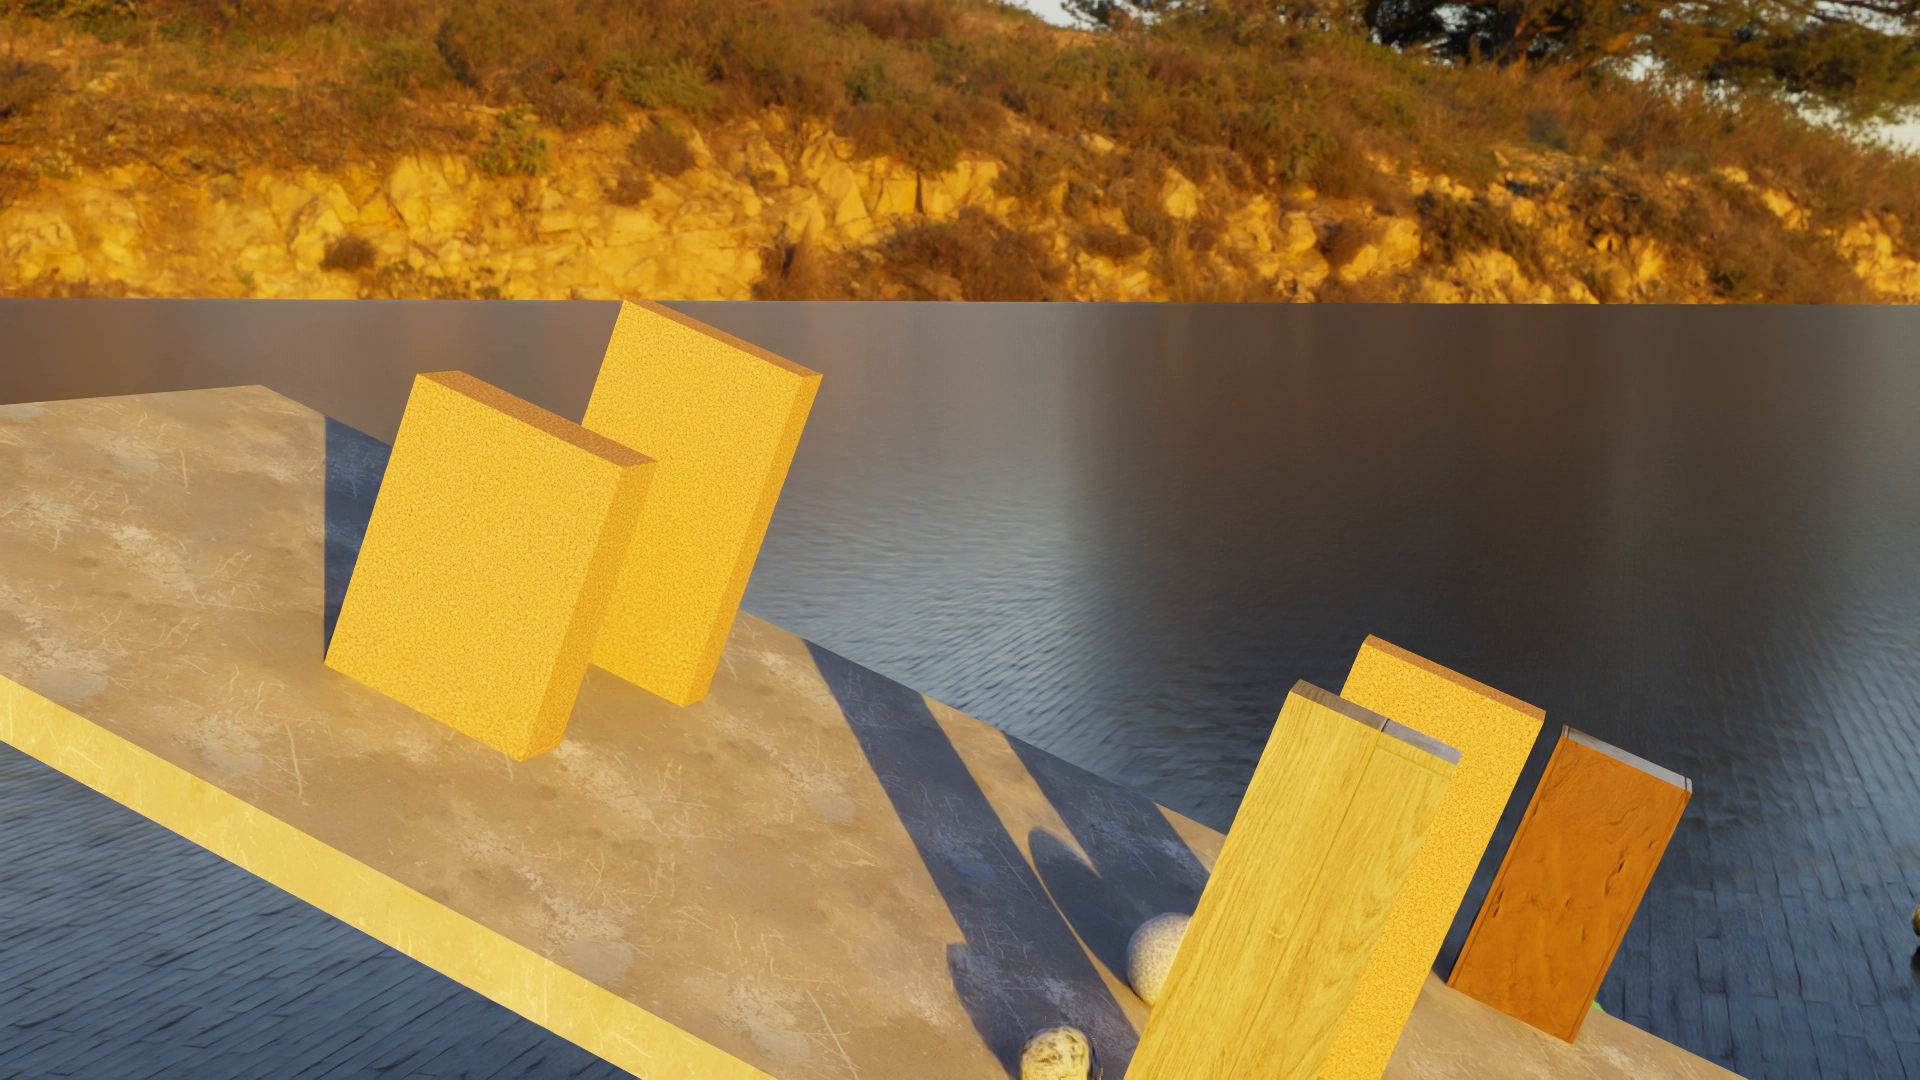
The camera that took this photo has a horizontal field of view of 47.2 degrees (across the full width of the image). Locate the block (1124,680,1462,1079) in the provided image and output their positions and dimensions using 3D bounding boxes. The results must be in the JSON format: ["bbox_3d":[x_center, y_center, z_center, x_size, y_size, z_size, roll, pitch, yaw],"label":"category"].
[{"bbox_3d":[0.451,0.612,3.190,0.251,0.781,0.098,24,13,13],"label":"block"}]

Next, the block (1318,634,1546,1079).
[{"bbox_3d":[0.719,0.575,3.860,0.326,0.744,0.099,24,13,13],"label":"block"}]

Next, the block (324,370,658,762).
[{"bbox_3d":[-0.847,0.042,3.961,0.426,0.570,0.145,24,13,13],"label":"block"}]

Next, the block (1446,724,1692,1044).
[{"bbox_3d":[1.252,0.708,4.532,0.275,0.583,0.121,24,13,13],"label":"block"}]

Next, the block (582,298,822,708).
[{"bbox_3d":[-0.602,-0.078,4.500,0.411,0.725,0.114,24,13,13],"label":"block"}]

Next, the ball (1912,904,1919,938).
[{"bbox_3d":[2.697,1.057,6.075,0.127,0.127,0.127,0,7,0],"label":"ball"}]

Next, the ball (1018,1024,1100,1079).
[{"bbox_3d":[0.153,0.809,3.384,0.127,0.127,0.127,0,7,0],"label":"ball"}]

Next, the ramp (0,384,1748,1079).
[{"bbox_3d":[-0.313,0.559,4.198,4.000,0.100,2.000,24,13,13],"label":"ramp"}]

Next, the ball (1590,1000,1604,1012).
[{"bbox_3d":[1.380,1.087,4.919,0.138,0.138,0.138,0,7,0],"label":"ball"}]

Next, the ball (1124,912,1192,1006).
[{"bbox_3d":[0.379,0.748,3.900,0.173,0.173,0.173,0,7,0],"label":"ball"}]
